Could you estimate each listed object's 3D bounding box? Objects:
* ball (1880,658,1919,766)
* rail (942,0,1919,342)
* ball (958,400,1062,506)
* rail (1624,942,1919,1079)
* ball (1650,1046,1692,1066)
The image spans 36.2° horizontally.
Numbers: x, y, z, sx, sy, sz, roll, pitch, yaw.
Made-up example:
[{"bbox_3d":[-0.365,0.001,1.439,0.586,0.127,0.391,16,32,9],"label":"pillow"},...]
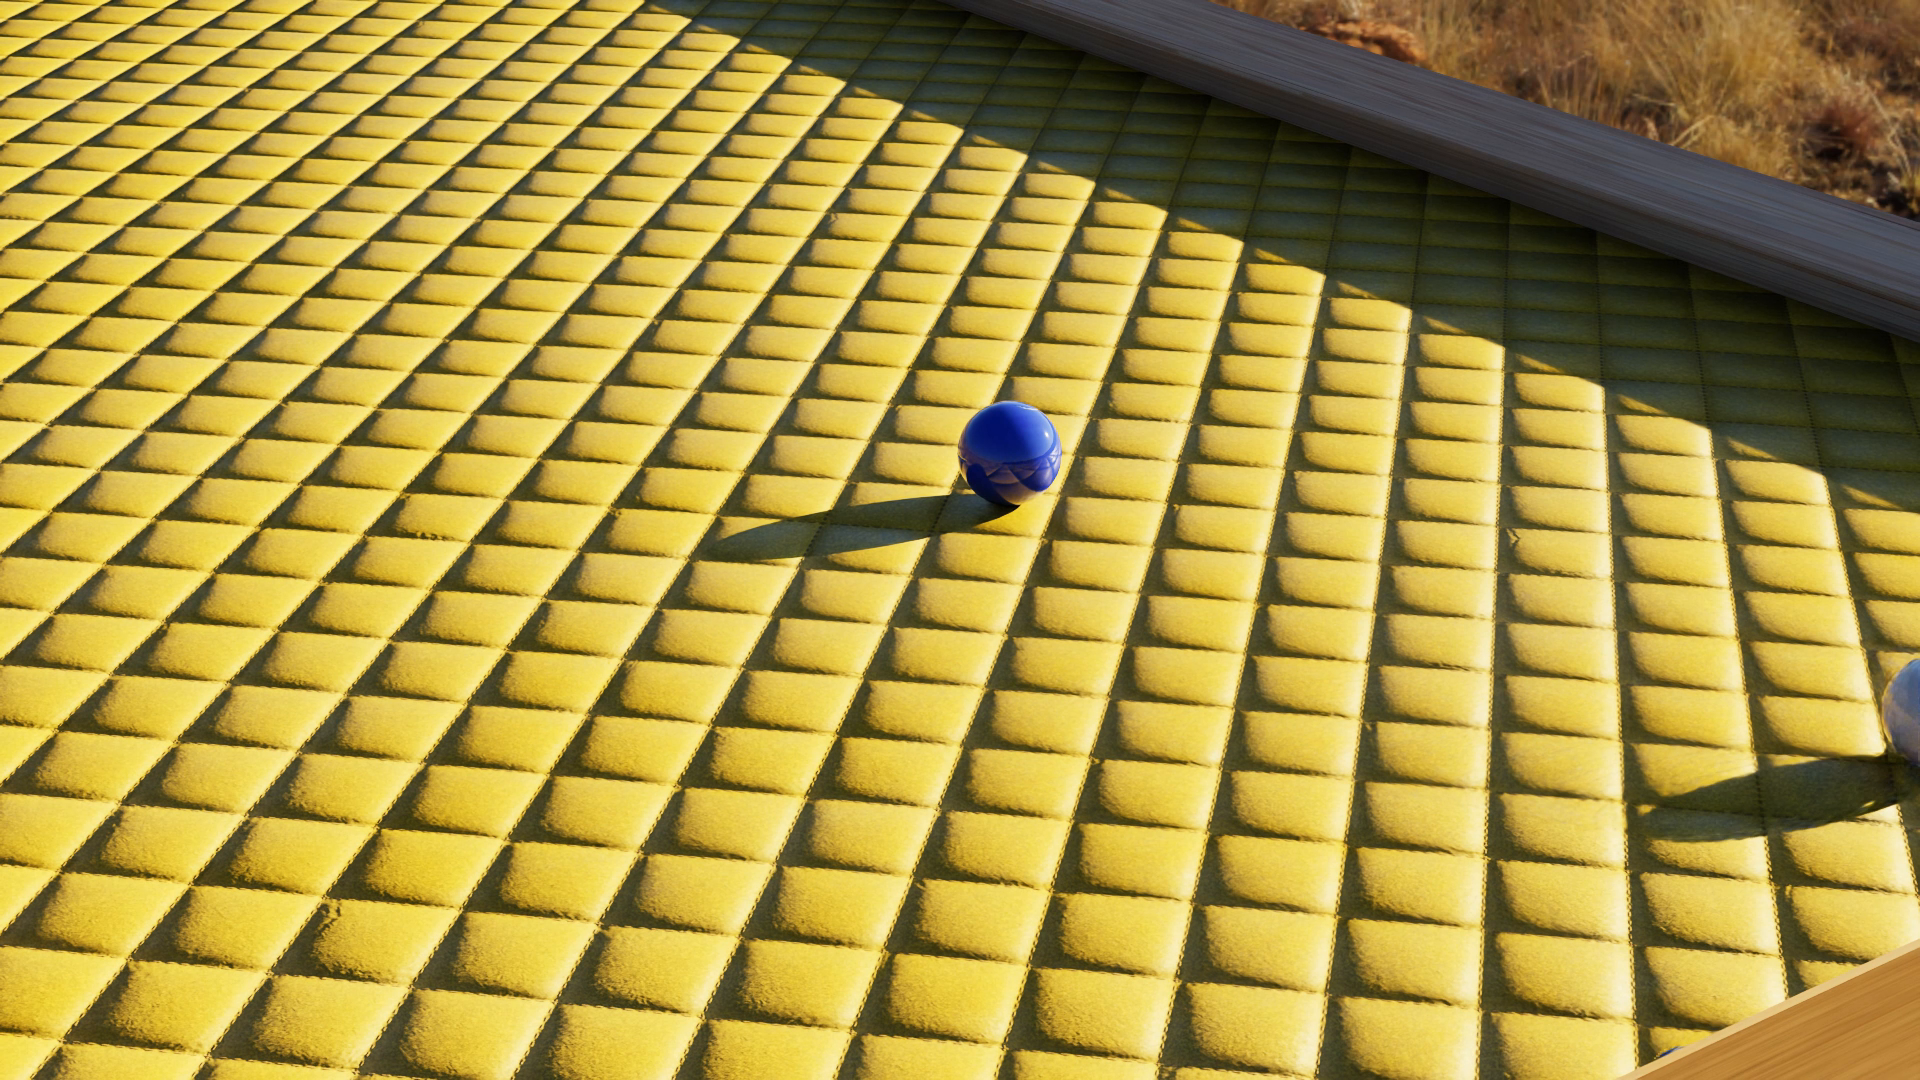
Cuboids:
[{"bbox_3d":[0.656,0.115,1.965,0.078,0.078,0.078,0,24,0],"label":"ball"},{"bbox_3d":[0.341,-0.542,3.400,0.045,0.110,3.457,-16,28,-31],"label":"rail"},{"bbox_3d":[0.040,-0.070,2.373,0.085,0.085,0.085,0,24,0],"label":"ball"},{"bbox_3d":[0.479,0.262,1.593,2.073,0.110,0.045,-16,28,-31],"label":"rail"},{"bbox_3d":[0.395,0.298,1.589,0.050,0.050,0.050,0,24,0],"label":"ball"}]
